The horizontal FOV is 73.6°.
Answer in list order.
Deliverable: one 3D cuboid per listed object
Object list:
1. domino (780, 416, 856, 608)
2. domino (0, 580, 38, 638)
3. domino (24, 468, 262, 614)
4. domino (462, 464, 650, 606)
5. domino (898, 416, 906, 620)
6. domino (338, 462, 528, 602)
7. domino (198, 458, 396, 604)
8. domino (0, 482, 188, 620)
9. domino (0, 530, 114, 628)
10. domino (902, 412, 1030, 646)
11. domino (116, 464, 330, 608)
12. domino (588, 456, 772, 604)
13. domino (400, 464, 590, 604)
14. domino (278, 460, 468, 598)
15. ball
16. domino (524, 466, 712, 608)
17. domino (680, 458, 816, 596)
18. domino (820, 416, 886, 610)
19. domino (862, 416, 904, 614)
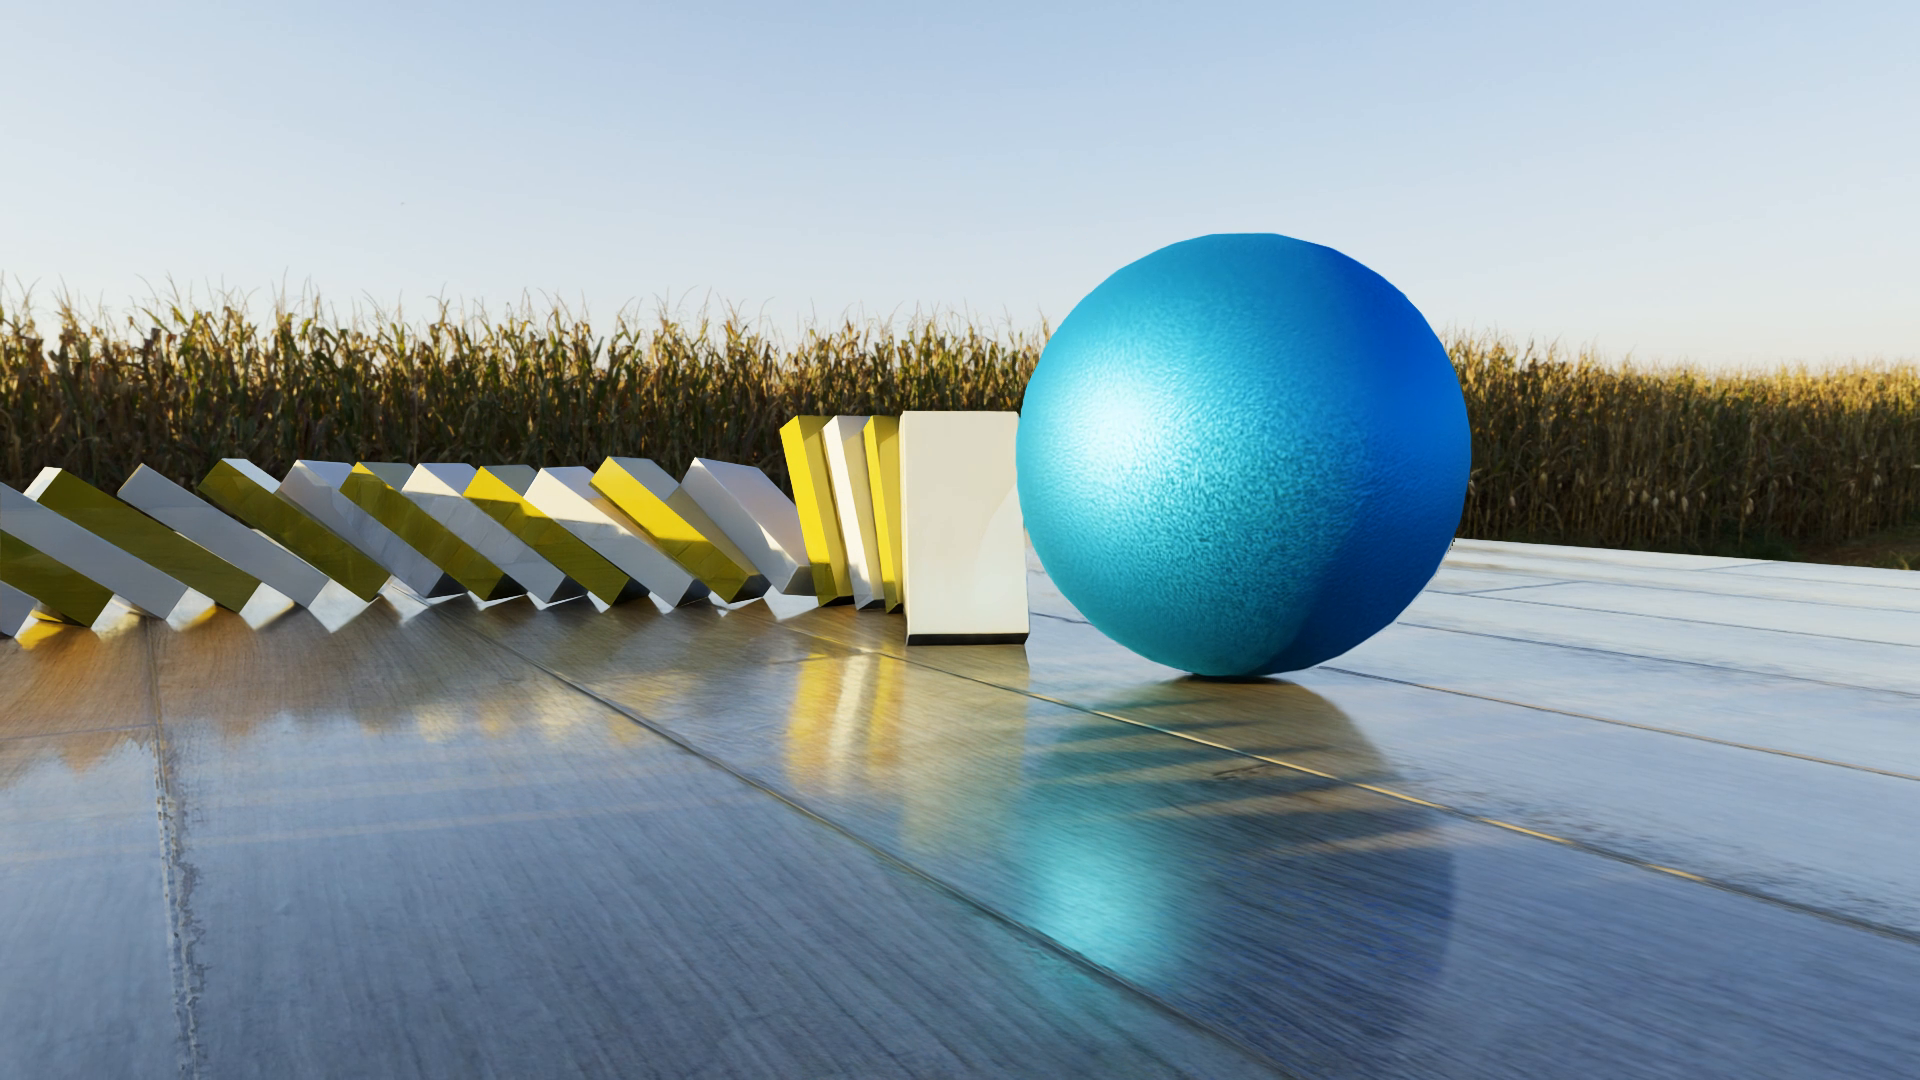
[{"bbox_3d":[-0.030,-0.008,0.343,0.025,0.050,0.009,-3,-17,-39],"label":"domino"},{"bbox_3d":[-0.227,0.004,0.270,0.025,0.009,0.050,2,-30,25],"label":"domino"},{"bbox_3d":[-0.202,0.000,0.318,0.025,0.009,0.050,5,-29,47],"label":"domino"},{"bbox_3d":[-0.107,-0.002,0.349,0.050,0.009,0.025,36,9,5],"label":"domino"},{"bbox_3d":[-0.002,-0.006,0.316,0.025,0.050,0.010,0,-20,-6],"label":"domino"},{"bbox_3d":[-0.141,-0.003,0.352,0.050,0.010,0.025,36,6,4],"label":"domino"},{"bbox_3d":[-0.176,-0.003,0.345,0.050,0.009,0.025,38,-7,-15],"label":"domino"},{"bbox_3d":[-0.213,0.001,0.303,0.025,0.009,0.050,4,-30,40],"label":"domino"},{"bbox_3d":[-0.221,0.002,0.287,0.025,0.010,0.050,3,-31,32],"label":"domino"},{"bbox_3d":[0.001,-0.003,0.275,0.025,0.050,0.009,0,-20,-5],"label":"domino"},{"bbox_3d":[-0.190,-0.001,0.331,0.050,0.009,0.025,40,-18,-29],"label":"domino"},{"bbox_3d":[-0.074,-0.003,0.347,0.050,0.009,0.025,39,9,8],"label":"domino"},{"bbox_3d":[-0.124,-0.002,0.351,0.050,0.009,0.025,36,7,5],"label":"domino"},{"bbox_3d":[-0.159,-0.003,0.354,0.050,0.010,0.025,36,3,2],"label":"domino"},{"bbox_3d":[0.050,-0.015,0.233,0.080,0.080,0.080,0,4,0],"label":"ball"},{"bbox_3d":[-0.090,-0.001,0.346,0.050,0.009,0.025,35,9,5],"label":"domino"},{"bbox_3d":[-0.053,-0.004,0.356,0.050,0.009,0.025,43,20,30],"label":"domino"},{"bbox_3d":[-0.019,-0.008,0.337,0.025,0.050,0.010,-3,-18,-33],"label":"domino"},{"bbox_3d":[-0.009,-0.007,0.328,0.025,0.050,0.010,-2,-19,-21],"label":"domino"}]
